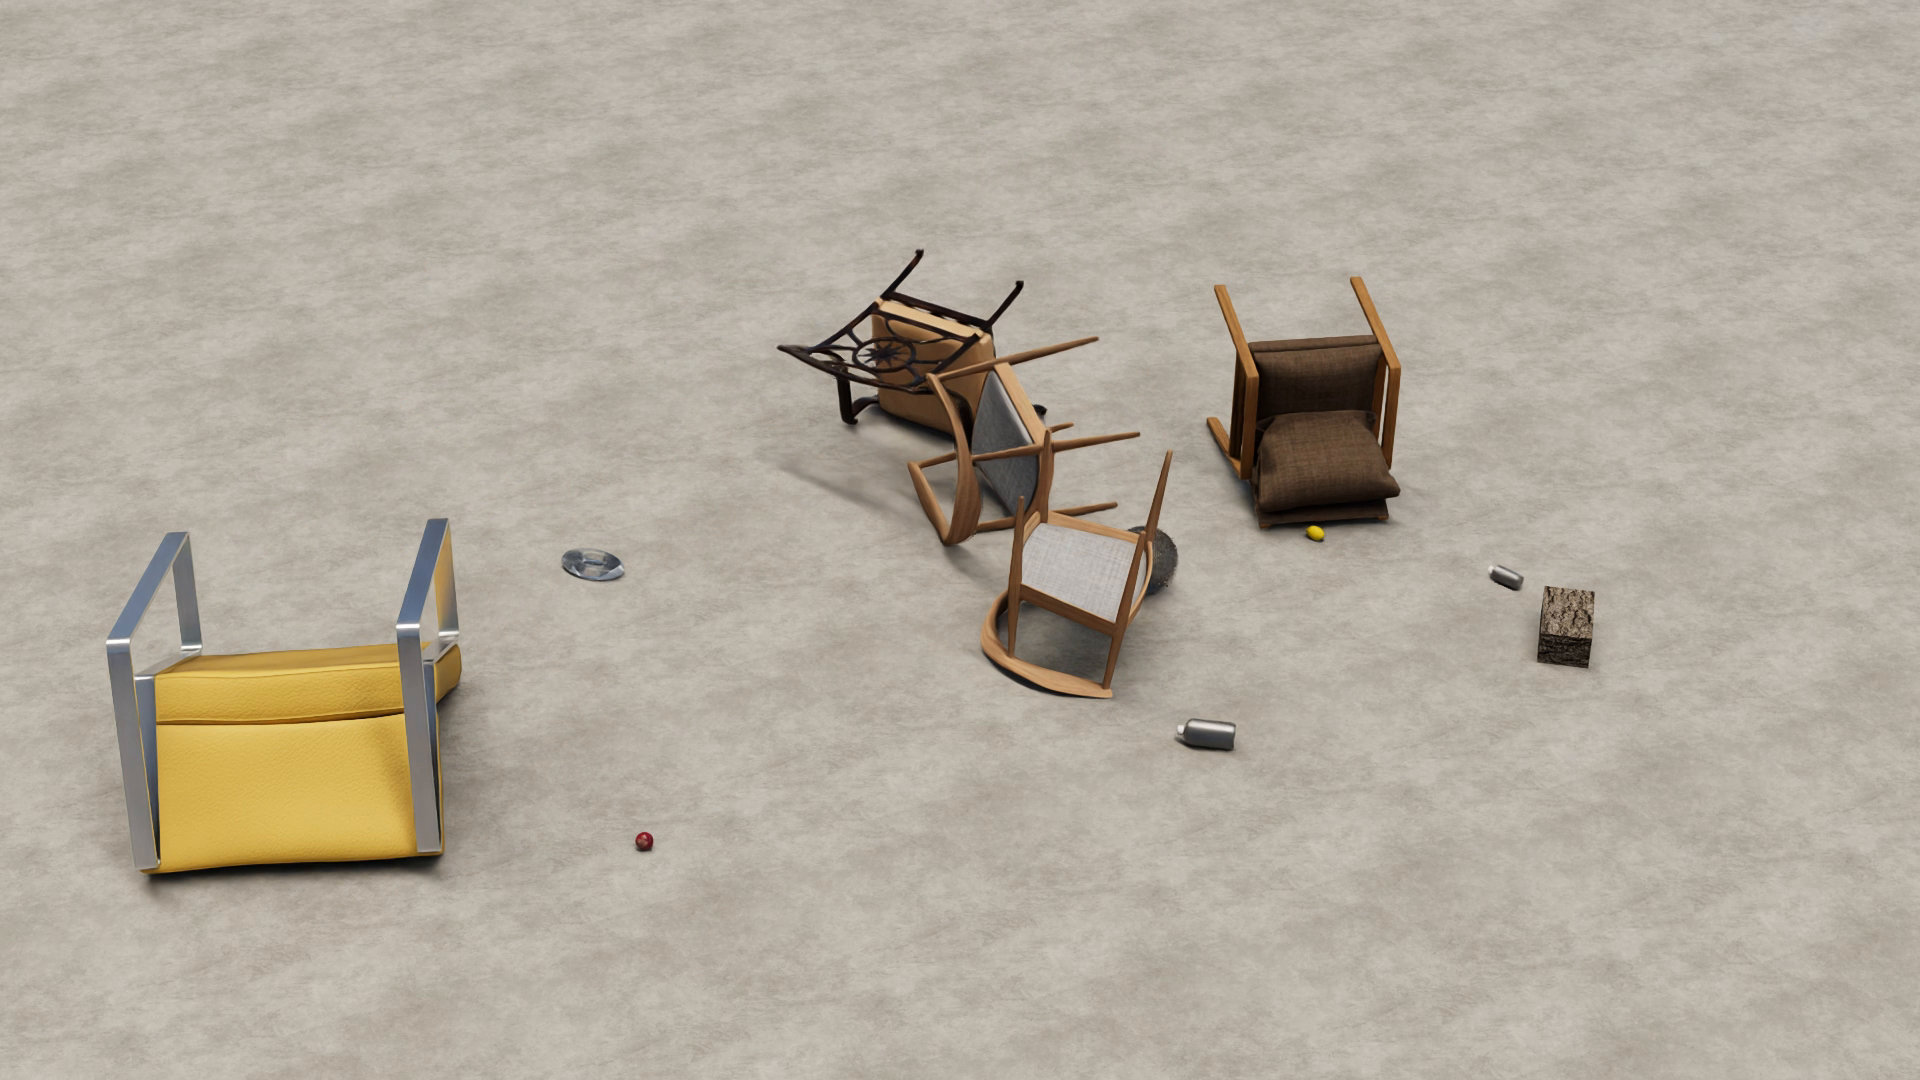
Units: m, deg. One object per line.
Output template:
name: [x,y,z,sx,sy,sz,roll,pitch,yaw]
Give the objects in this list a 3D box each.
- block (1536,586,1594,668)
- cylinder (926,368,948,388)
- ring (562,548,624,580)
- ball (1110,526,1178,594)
block: [2.142,0.307,10.364,0.177,0.127,0.298,7,34,10]
cylinder: [-0.093,-0.654,11.887,0.057,0.056,0.072,-34,46,-30]
ring: [-1.349,0.087,10.769,0.257,0.048,0.152,14,37,21]
ball: [0.667,0.070,10.613,0.246,0.246,0.246,0,33,0]
